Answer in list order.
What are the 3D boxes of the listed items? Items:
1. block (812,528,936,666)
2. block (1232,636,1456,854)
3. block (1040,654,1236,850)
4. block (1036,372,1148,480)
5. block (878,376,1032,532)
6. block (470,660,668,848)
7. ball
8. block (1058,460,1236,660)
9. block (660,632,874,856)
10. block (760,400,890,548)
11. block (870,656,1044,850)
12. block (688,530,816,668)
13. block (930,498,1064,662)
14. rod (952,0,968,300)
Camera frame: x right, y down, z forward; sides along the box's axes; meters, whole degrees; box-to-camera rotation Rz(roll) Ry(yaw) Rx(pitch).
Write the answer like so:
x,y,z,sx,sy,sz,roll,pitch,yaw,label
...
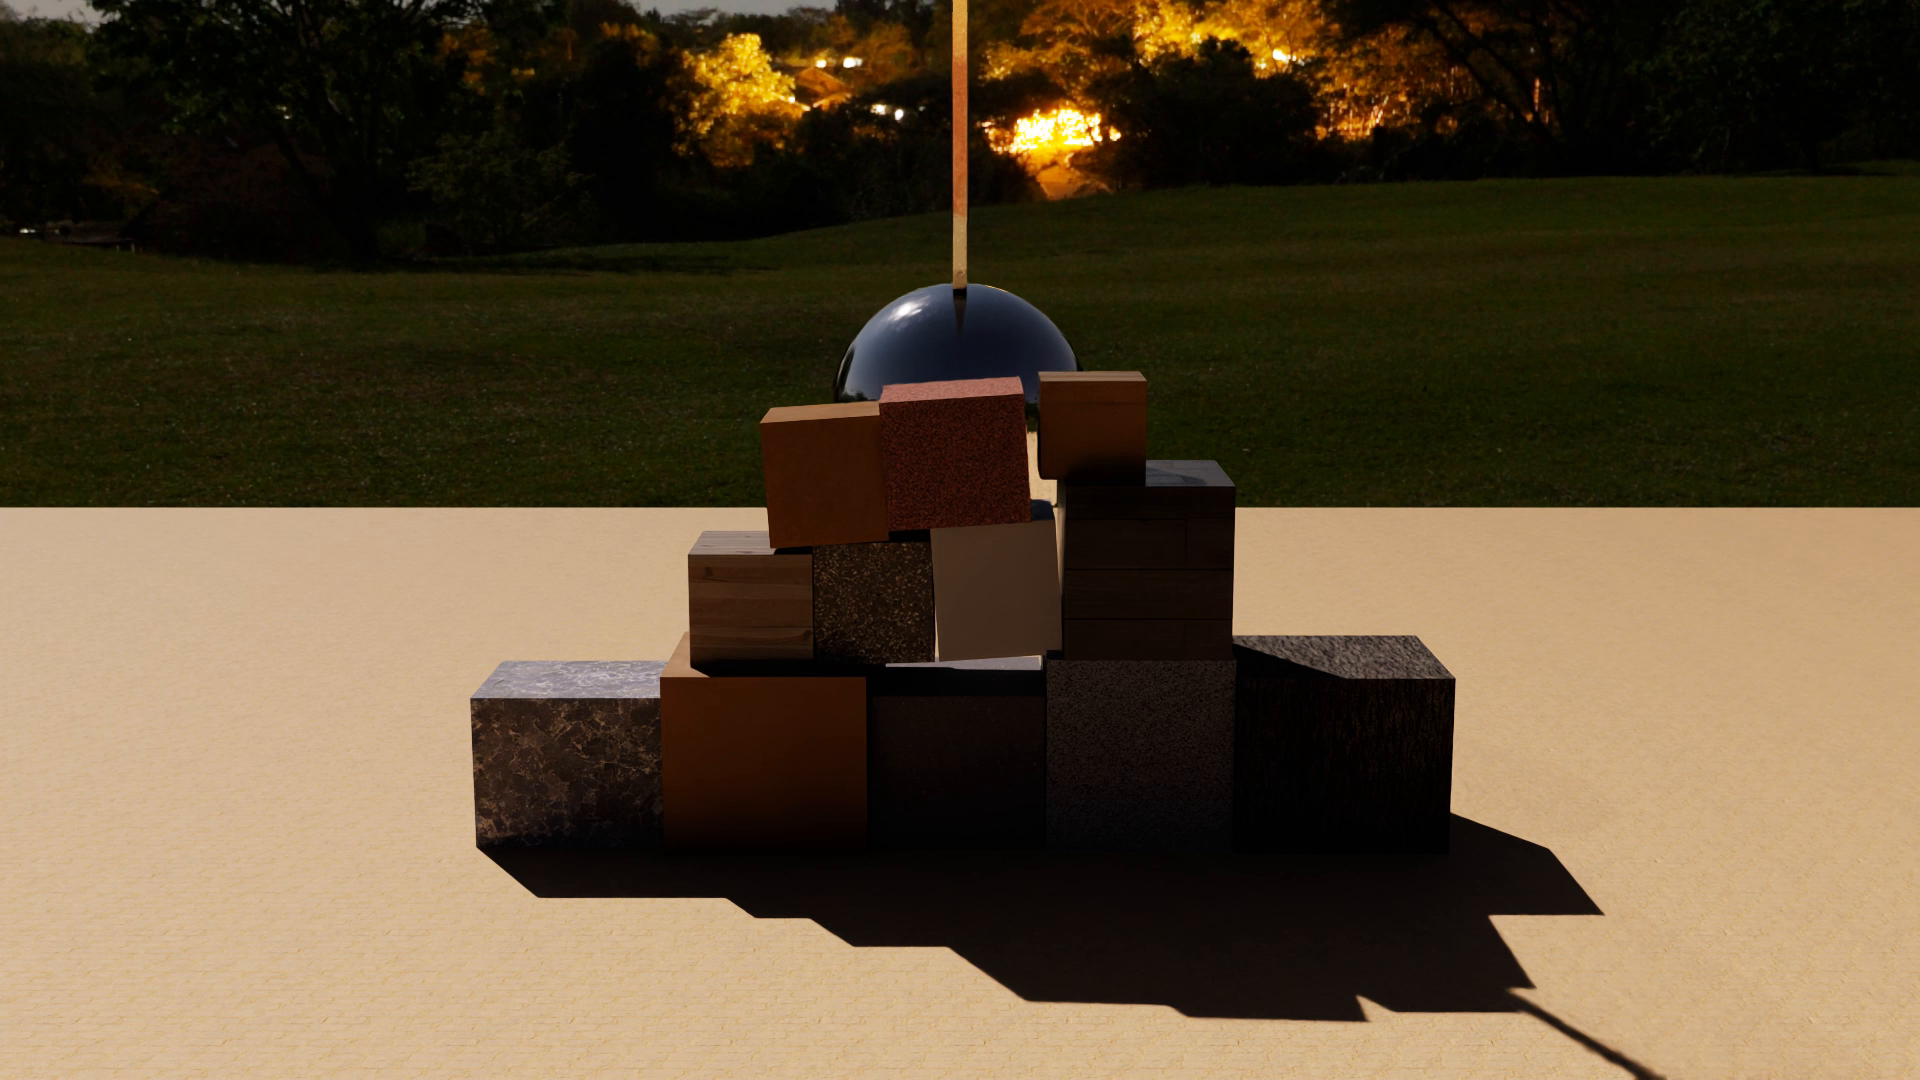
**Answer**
x,y,z,sx,sy,sz,roll,pitch,yaw,label
-0.429,0.264,11.248,0.589,0.615,0.602,-1,10,0,block
1.903,1.037,11.351,1.062,0.899,0.962,0,10,0,block
0.896,0.995,11.357,0.933,0.979,0.886,0,10,0,block
0.658,-0.583,11.078,0.521,0.488,0.483,0,10,0,block
-0.021,-0.447,11.115,0.706,0.635,0.792,-4,10,1,block
-1.957,1.094,11.390,0.954,0.772,0.801,0,10,0,block
0.000,-0.762,13.374,1.600,1.600,1.600,0,10,0,ball
0.927,0.086,11.190,0.825,0.868,0.893,0,10,0,block
-0.965,1.030,11.349,1.010,0.914,1.015,0,10,0,block
-0.664,-0.340,11.113,0.590,0.625,0.622,-4,10,1,block
-0.015,1.088,11.372,0.870,0.791,0.852,0,10,0,block
-1.038,0.293,11.241,0.615,0.573,0.667,0,10,0,block
0.183,0.195,11.199,0.619,0.682,0.637,-4,10,1,block
0.000,-3.621,11.533,0.080,5.200,0.080,0,33,0,rod
